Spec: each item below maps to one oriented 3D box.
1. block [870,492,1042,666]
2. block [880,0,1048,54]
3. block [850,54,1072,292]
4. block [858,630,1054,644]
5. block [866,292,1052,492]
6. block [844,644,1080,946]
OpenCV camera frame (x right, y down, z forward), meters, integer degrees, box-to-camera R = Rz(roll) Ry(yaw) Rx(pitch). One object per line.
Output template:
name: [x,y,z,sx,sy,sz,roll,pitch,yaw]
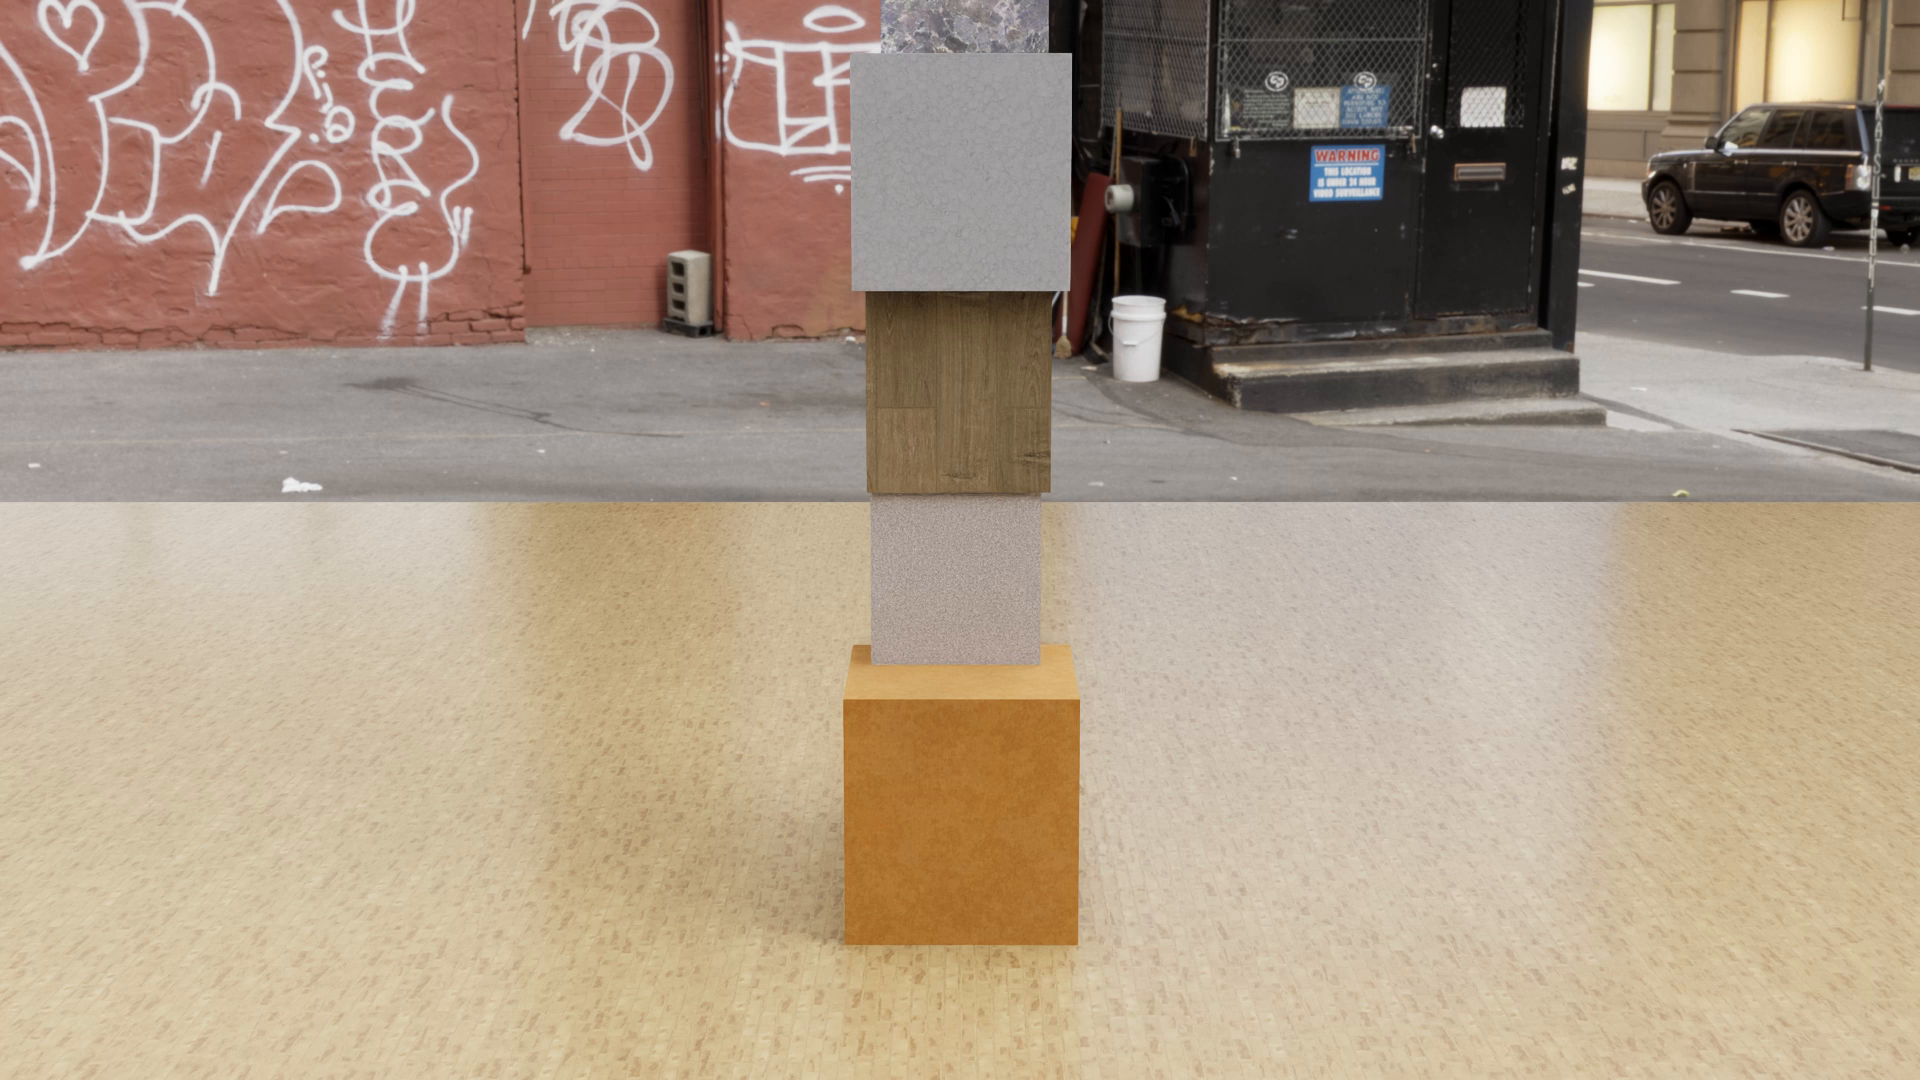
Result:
block: [-0.018,0.095,11.198,0.717,0.744,0.776,0,10,0]
block: [0.019,-2.354,10.753,0.683,0.623,0.710,0,10,0]
block: [0.004,-1.577,10.894,0.893,0.955,1.015,0,10,0]
block: [-0.020,0.950,11.868,0.916,0.885,0.974,0,10,0]
block: [-0.005,-0.689,11.055,0.770,0.851,0.815,0,10,0]
block: [0.007,1.057,10.872,0.951,1.031,1.003,0,10,0]
